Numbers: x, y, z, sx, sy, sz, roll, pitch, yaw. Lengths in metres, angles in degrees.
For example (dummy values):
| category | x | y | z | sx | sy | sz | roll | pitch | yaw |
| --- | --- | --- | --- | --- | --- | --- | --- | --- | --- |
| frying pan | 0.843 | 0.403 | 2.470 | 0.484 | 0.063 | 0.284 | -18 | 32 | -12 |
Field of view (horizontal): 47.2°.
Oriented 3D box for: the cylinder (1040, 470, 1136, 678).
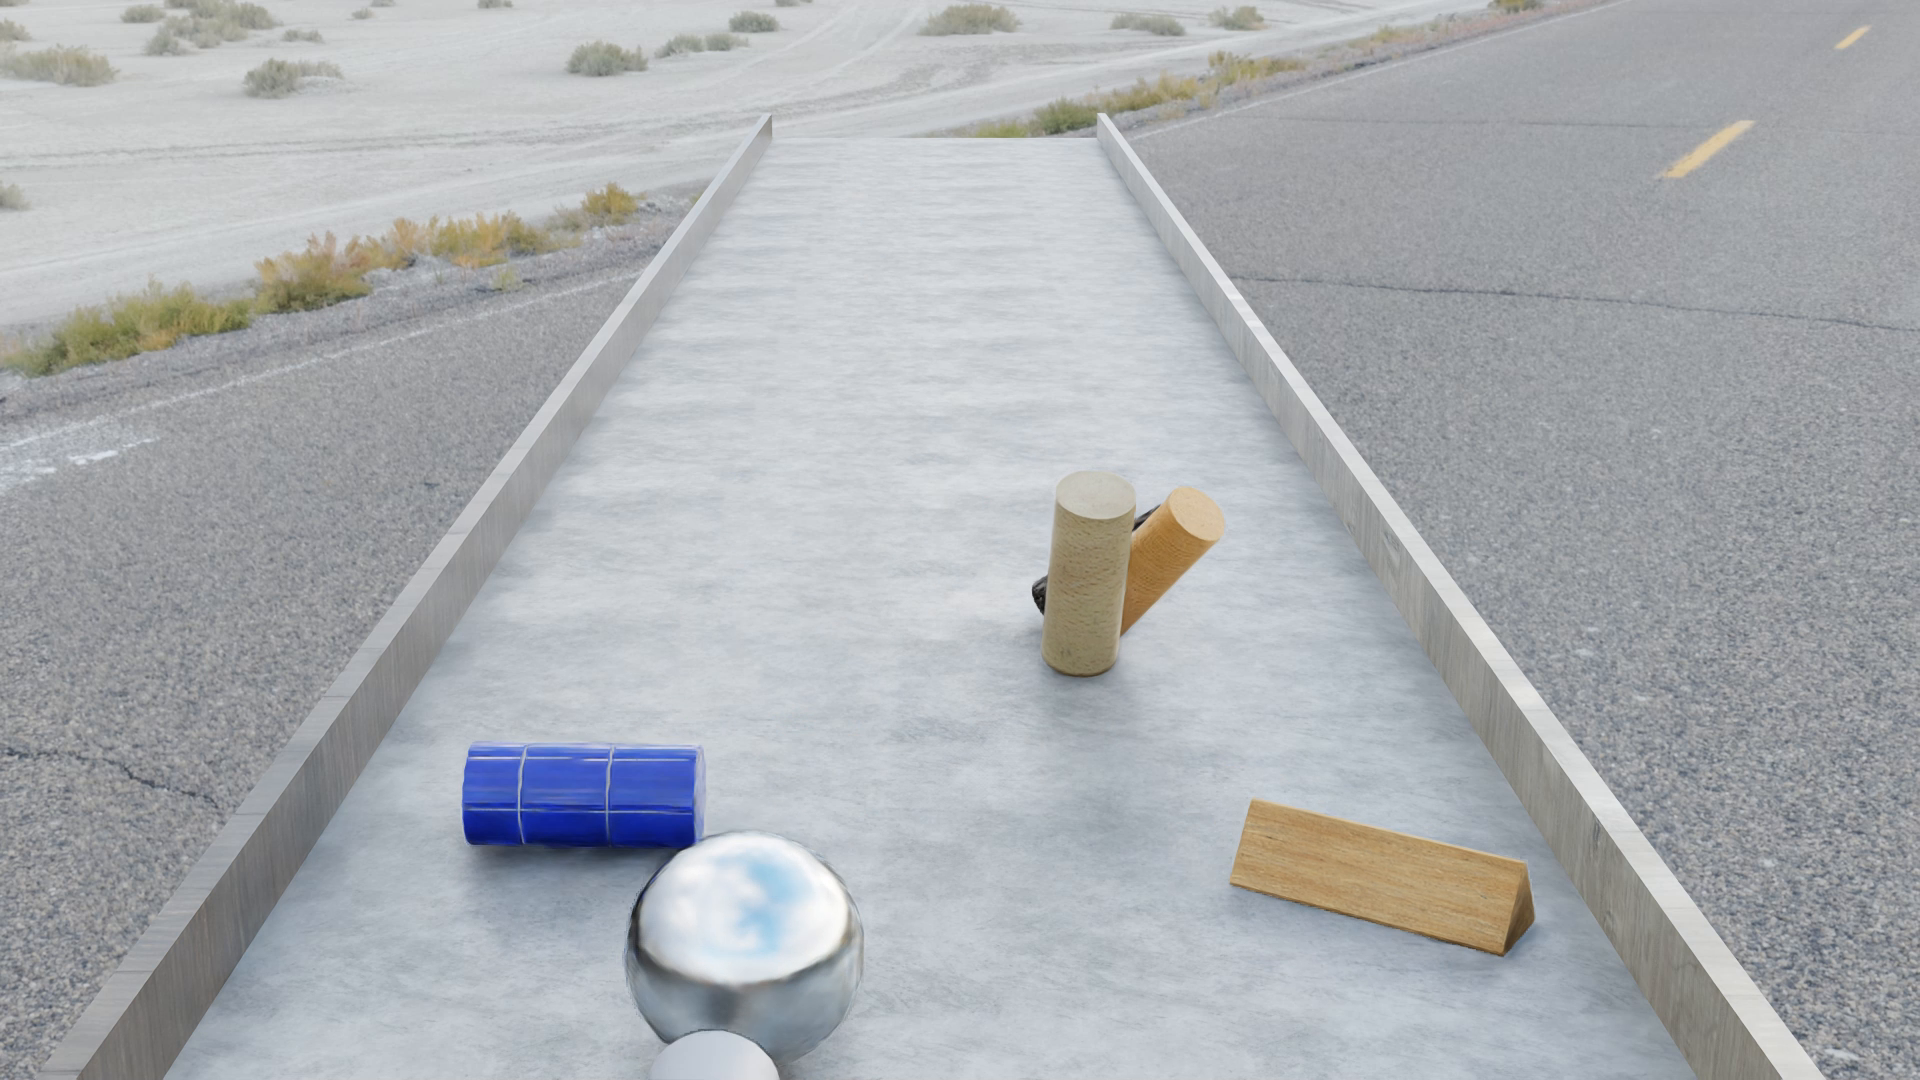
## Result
| category | x | y | z | sx | sy | sz | roll | pitch | yaw |
| --- | --- | --- | --- | --- | --- | --- | --- | --- | --- |
| cylinder | 0.246 | 0.068 | 4.256 | 0.153 | 0.394 | 0.153 | 2 | 38 | -2 |

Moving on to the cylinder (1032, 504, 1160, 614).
| category | x | y | z | sx | sy | sz | roll | pitch | yaw |
| --- | --- | --- | --- | --- | --- | --- | --- | --- | --- |
| cylinder | 0.308 | 0.053 | 4.556 | 0.331 | 0.103 | 0.103 | -33 | 0 | 29 |

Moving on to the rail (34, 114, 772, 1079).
| category | x | y | z | sx | sy | sz | roll | pitch | yaw |
| --- | --- | --- | --- | --- | --- | --- | --- | --- | --- |
| rail | -1.118 | -0.838 | 7.780 | 0.050 | 0.150 | 12.000 | 0 | 17 | -1 |

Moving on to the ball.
| category | x | y | z | sx | sy | sz | roll | pitch | yaw |
| --- | --- | --- | --- | --- | --- | --- | --- | --- | --- |
| ball | -0.280 | 0.537 | 2.874 | 0.313 | 0.313 | 0.313 | 0 | 17 | 0 |

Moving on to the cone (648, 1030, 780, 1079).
| category | x | y | z | sx | sy | sz | roll | pitch | yaw |
| --- | --- | --- | --- | --- | --- | --- | --- | --- | --- |
| cone | -0.293 | 0.709 | 2.484 | 0.165 | 0.165 | 0.359 | 0 | 13 | -1 |

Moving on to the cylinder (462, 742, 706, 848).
| category | x | y | z | sx | sy | sz | roll | pitch | yaw |
| --- | --- | --- | --- | --- | --- | --- | --- | --- | --- |
| cylinder | -0.600 | 0.409 | 3.535 | 0.365 | 0.165 | 0.165 | 1 | 17 | -1 |

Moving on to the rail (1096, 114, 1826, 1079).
| category | x | y | z | sx | sy | sz | roll | pitch | yaw |
| --- | --- | --- | --- | --- | --- | --- | --- | --- | --- |
| rail | 0.932 | -0.844 | 7.801 | 0.050 | 0.150 | 12.000 | 0 | 17 | -1 |

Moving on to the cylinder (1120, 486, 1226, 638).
| category | x | y | z | sx | sy | sz | roll | pitch | yaw |
| --- | --- | --- | --- | --- | --- | --- | --- | --- | --- |
| cylinder | 0.365 | 0.058 | 4.378 | 0.128 | 0.389 | 0.128 | 19 | 46 | -22 |

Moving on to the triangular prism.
| category | x | y | z | sx | sy | sz | roll | pitch | yaw |
| --- | --- | --- | --- | --- | --- | --- | --- | --- | --- |
| triangular prism | 0.641 | 0.494 | 3.342 | 0.438 | 0.120 | 0.139 | 10 | 19 | 31 |
